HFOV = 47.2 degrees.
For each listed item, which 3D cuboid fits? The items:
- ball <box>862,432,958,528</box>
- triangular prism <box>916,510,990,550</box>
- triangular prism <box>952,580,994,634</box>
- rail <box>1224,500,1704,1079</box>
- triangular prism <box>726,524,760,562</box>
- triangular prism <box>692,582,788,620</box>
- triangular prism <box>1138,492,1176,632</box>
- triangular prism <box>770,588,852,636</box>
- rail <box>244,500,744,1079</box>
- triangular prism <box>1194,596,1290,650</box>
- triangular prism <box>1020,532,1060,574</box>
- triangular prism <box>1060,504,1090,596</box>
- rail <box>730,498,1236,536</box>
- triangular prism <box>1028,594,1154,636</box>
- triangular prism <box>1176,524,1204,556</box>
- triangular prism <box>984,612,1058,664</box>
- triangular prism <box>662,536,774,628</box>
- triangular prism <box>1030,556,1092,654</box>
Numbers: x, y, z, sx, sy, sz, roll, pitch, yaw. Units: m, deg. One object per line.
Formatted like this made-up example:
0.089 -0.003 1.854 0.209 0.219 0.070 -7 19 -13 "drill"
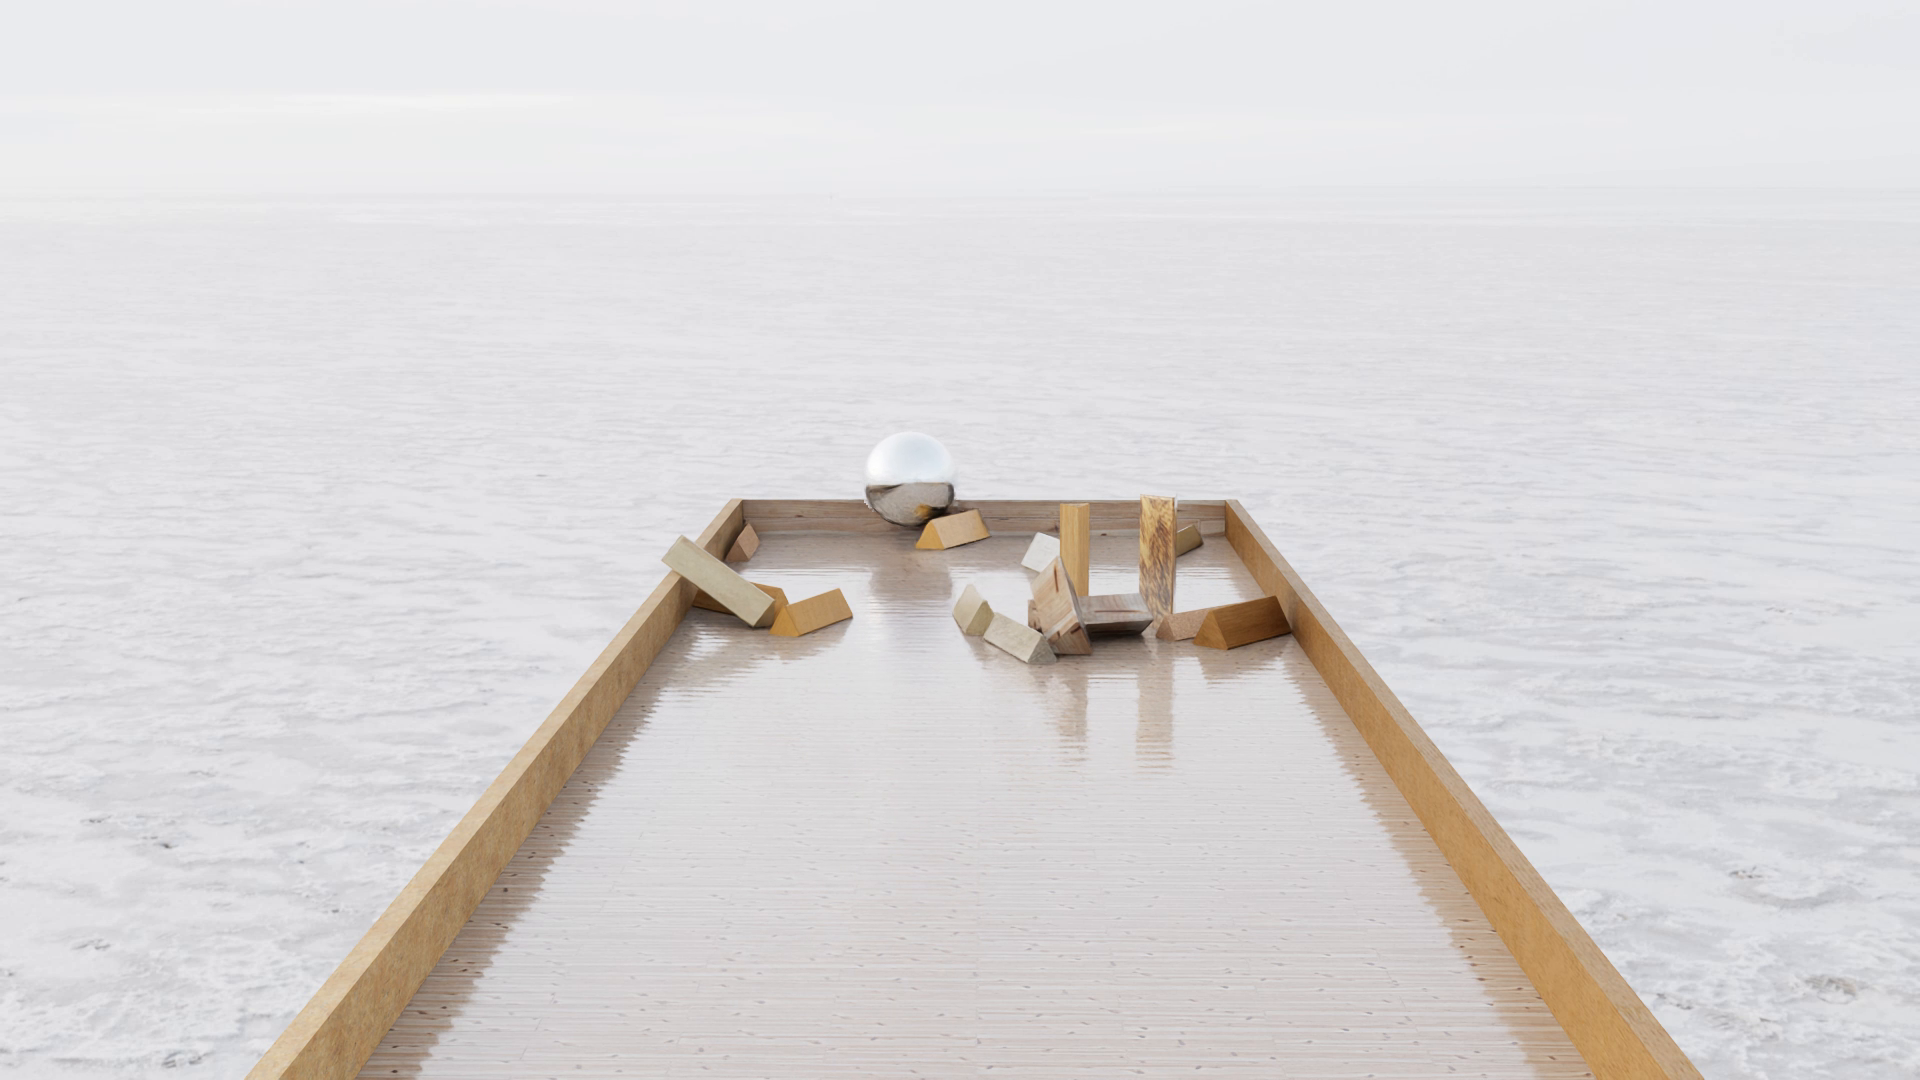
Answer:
-0.203 -0.247 8.936 0.390 0.390 0.390 0 9 0 "ball"
-0.025 -0.048 8.909 0.131 0.113 0.388 5 10 28 "triangular prism"
0.059 0.218 7.252 0.130 0.113 0.365 -1 9 -7 "triangular prism"
1.046 0.843 3.208 0.050 0.150 12.000 0 9 1 "rail"
-0.859 0.006 8.698 0.094 0.081 0.445 0 9 1 "triangular prism"
-0.736 0.189 7.448 0.125 0.108 0.403 -8 12 -43 "triangular prism"
0.673 0.066 7.193 0.132 0.439 0.114 7 12 39 "triangular prism"
-0.487 0.232 7.229 0.107 0.093 0.375 4 10 25 "triangular prism"
-1.004 0.839 3.234 0.050 0.150 12.000 0 9 1 "rail"
0.902 0.256 7.007 0.134 0.116 0.355 8 12 41 "triangular prism"
0.354 0.054 8.257 0.142 0.123 0.313 -3 10 -21 "triangular prism"
0.389 0.083 7.195 0.084 0.404 0.097 -7 11 -38 "triangular prism"
0.099 -0.098 9.147 2.100 0.150 0.050 0 9 1 "rail"
0.407 0.233 7.004 0.387 0.114 0.132 -3 -22 -18 "triangular prism"
0.858 0.007 8.711 0.088 0.076 0.443 4 10 23 "triangular prism"
0.184 0.299 6.834 0.098 0.085 0.397 -3 9 -19 "triangular prism"
-0.787 0.131 7.280 0.436 0.097 0.112 33 20 26 "triangular prism"
0.325 0.198 6.864 0.142 0.123 0.334 2 37 -11 "triangular prism"
